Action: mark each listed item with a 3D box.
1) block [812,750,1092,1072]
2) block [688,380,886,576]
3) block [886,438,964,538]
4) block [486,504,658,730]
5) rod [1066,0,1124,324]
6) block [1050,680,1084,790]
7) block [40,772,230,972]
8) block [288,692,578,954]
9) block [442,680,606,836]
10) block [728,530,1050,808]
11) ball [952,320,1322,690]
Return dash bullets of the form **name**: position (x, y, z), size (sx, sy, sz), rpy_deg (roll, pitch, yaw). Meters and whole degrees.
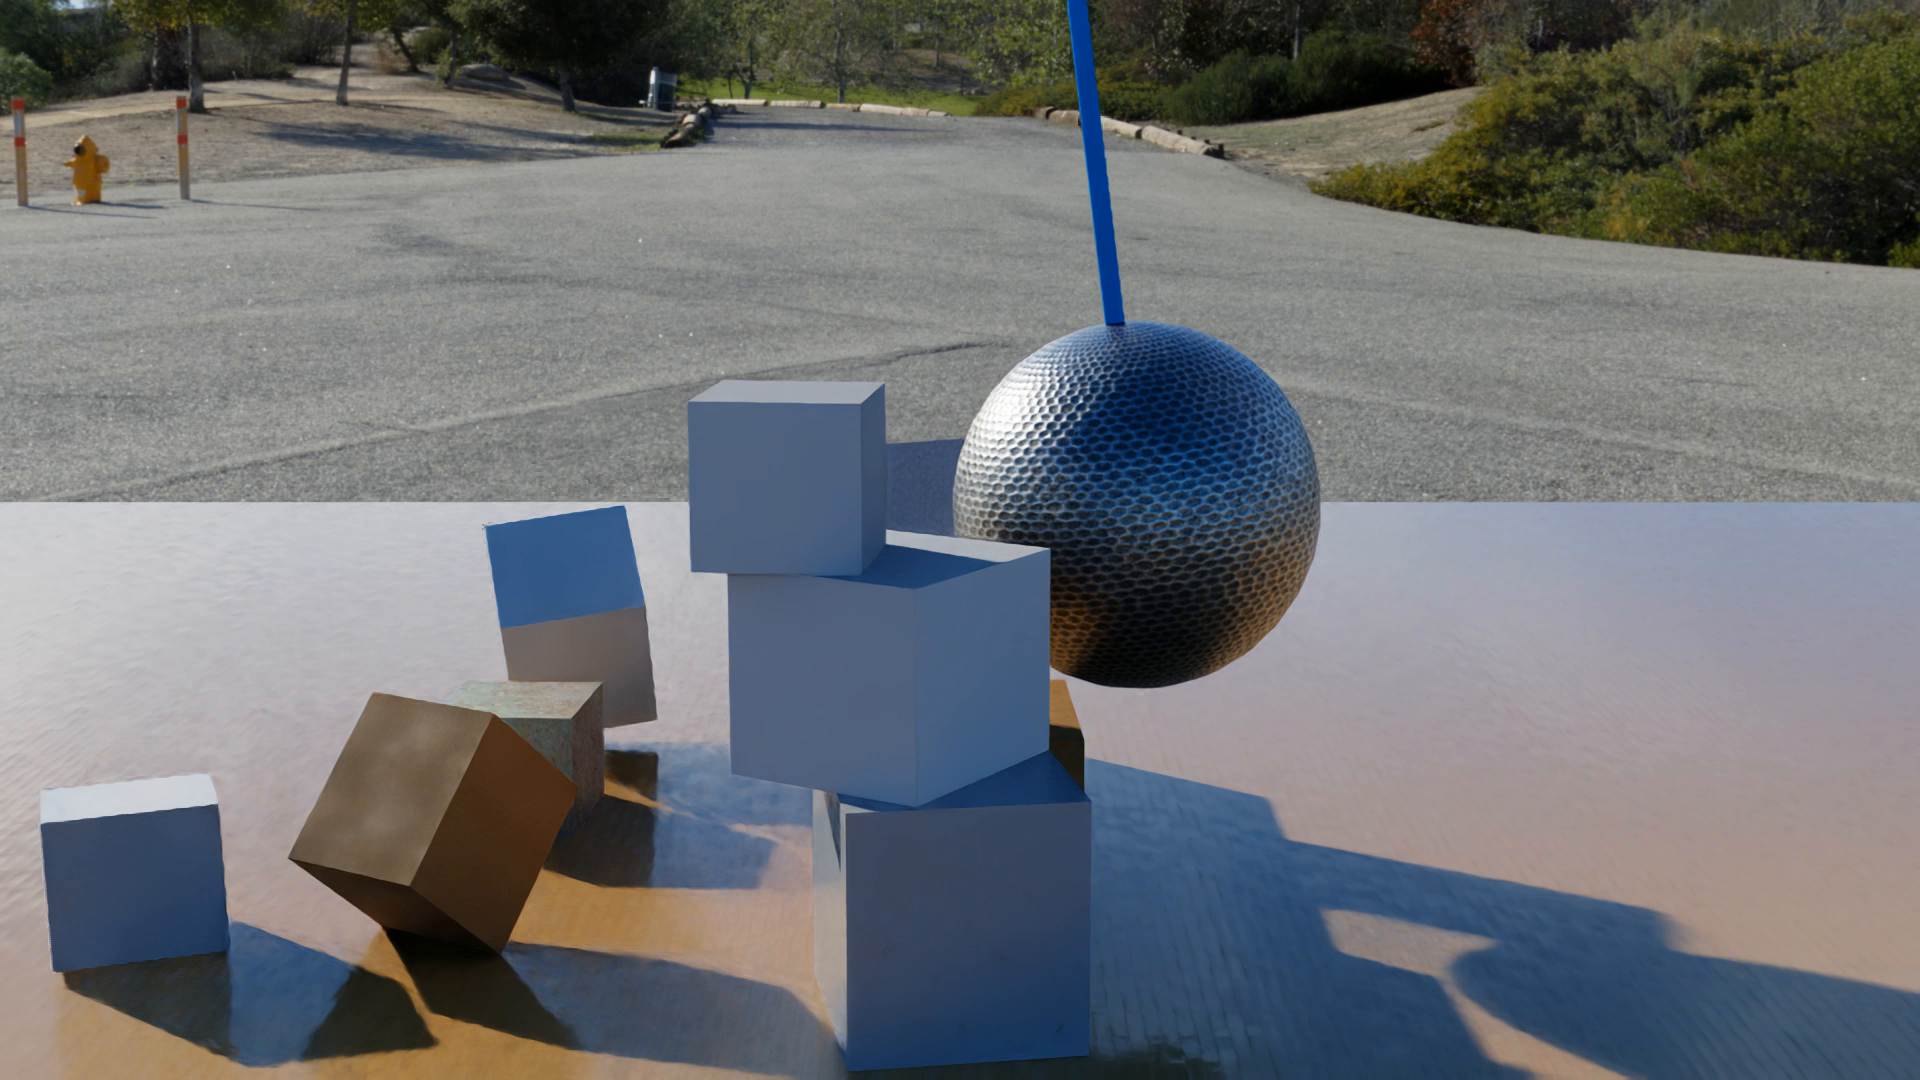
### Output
- **block**: position (-0.053, 1.324, 9.622), size (0.882, 0.953, 1.006), rpy_deg (-2, 10, -10)
- **block**: position (-0.624, -0.239, 9.436), size (0.621, 0.618, 0.649), rpy_deg (1, 10, 6)
- **block**: position (-0.126, -0.031, 12.744), size (0.813, 0.817, 0.741), rpy_deg (-3, -6, 34)
- **block**: position (-2.064, 0.446, 13.650), size (0.741, 0.879, 0.771), rpy_deg (-9, 45, -10)
- **rod**: position (0.332, -3.470, 10.549), size (0.080, 5.200, 0.080), rpy_deg (-7, 10, 1)
- **block**: position (-0.010, 1.148, 10.729), size (0.970, 0.902, 1.043), rpy_deg (0, 10, -2)
- **block**: position (-3.348, 1.334, 10.402), size (0.667, 0.596, 0.653), rpy_deg (-5, 7, -19)
- **block**: position (-2.132, 1.149, 10.445), size (0.668, 0.764, 0.650), rpy_deg (7, -29, 32)
- **block**: position (-2.111, 1.037, 12.285), size (0.672, 0.565, 0.718), rpy_deg (1, 10, 4)
- **block**: position (-0.253, 0.448, 9.580), size (0.821, 0.785, 0.928), rpy_deg (6, 12, 32)
- **ball**: position (0.767, -0.153, 11.153), size (1.600, 1.600, 1.600), rpy_deg (0, 10, 0)
